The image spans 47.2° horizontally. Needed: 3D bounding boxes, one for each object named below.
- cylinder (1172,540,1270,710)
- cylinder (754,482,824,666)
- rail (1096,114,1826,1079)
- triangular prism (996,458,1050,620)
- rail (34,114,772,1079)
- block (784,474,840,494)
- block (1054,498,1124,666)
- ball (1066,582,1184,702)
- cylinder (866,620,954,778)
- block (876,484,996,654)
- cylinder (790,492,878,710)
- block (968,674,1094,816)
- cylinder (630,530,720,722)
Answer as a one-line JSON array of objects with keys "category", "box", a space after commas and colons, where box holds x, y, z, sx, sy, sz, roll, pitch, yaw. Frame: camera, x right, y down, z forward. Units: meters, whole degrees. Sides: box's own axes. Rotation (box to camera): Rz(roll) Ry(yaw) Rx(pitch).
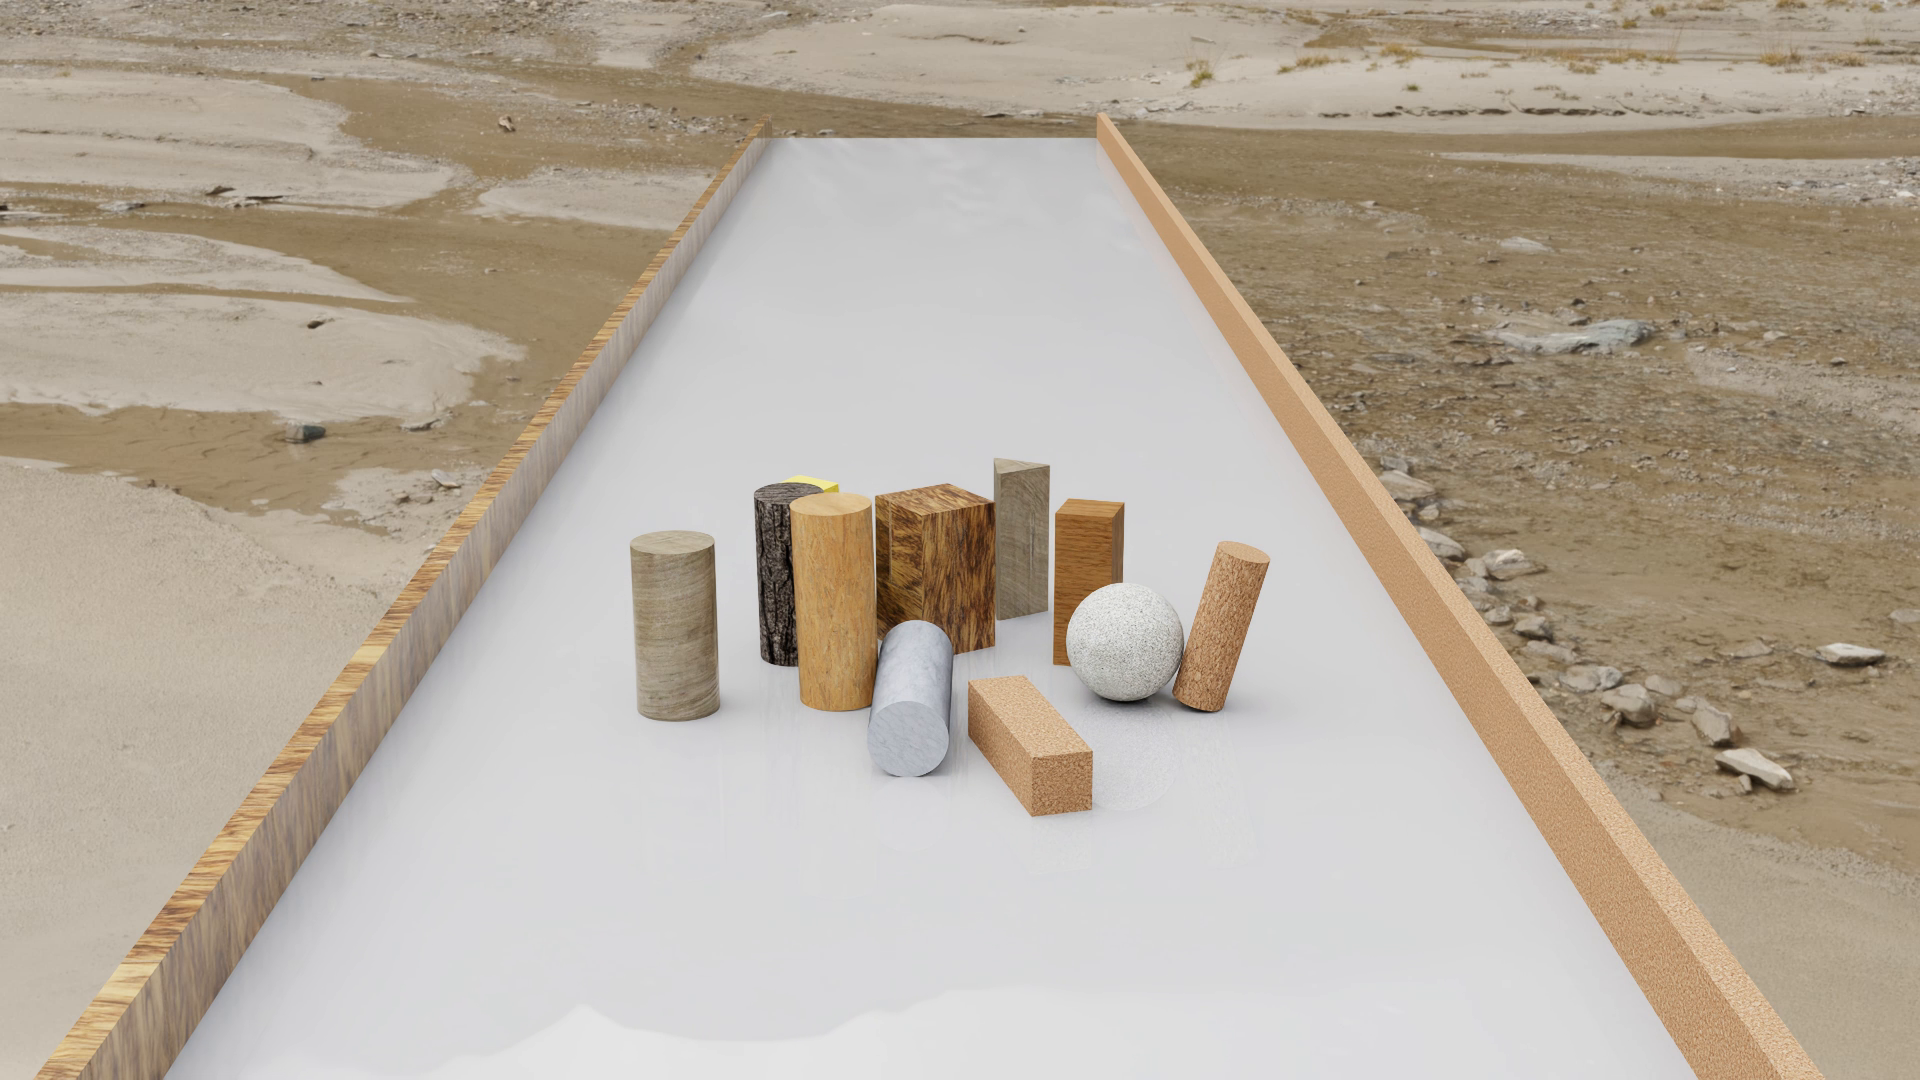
[{"category": "cylinder", "box": [0.489, 0.161, 4.122, 0.101, 0.305, 0.101, 14, 19, -5]}, {"category": "cylinder", "box": [-0.335, 0.068, 4.385, 0.138, 0.341, 0.138, -1, 20, 0]}, {"category": "rail", "box": [0.932, -0.844, 7.801, 0.050, 0.150, 12.000, 0, 17, -1]}, {"category": "triangular prism", "box": [0.105, -0.007, 4.686, 0.130, 0.322, 0.112, -10, 19, -31]}, {"category": "rail", "box": [-1.118, -0.838, 7.780, 0.050, 0.150, 12.000, 0, 17, -1]}, {"category": "block", "box": [-0.316, 0.039, 4.530, 0.110, 0.314, 0.110, 13, 26, 37]}, {"category": "block", "box": [0.257, 0.087, 4.383, 0.115, 0.314, 0.115, 5, 17, 15]}, {"category": "ball", "box": [0.314, 0.194, 4.181, 0.225, 0.225, 0.225, 0, 17, 0]}, {"category": "cylinder", "box": [-0.087, 0.284, 4.024, 0.143, 0.143, 0.435, 0, 17, 1]}, {"category": "block", "box": [-0.050, 0.063, 4.478, 0.176, 0.305, 0.176, -11, 20, -32]}, {"category": "cylinder", "box": [-0.235, 0.116, 4.155, 0.153, 0.384, 0.153, -2, 17, 1]}, {"category": "block", "box": [0.118, 0.355, 3.847, 0.107, 0.107, 0.383, -5, 17, -15]}, {"category": "cylinder", "box": [-0.533, 0.160, 4.117, 0.157, 0.326, 0.157, 0, 17, 0]}]
